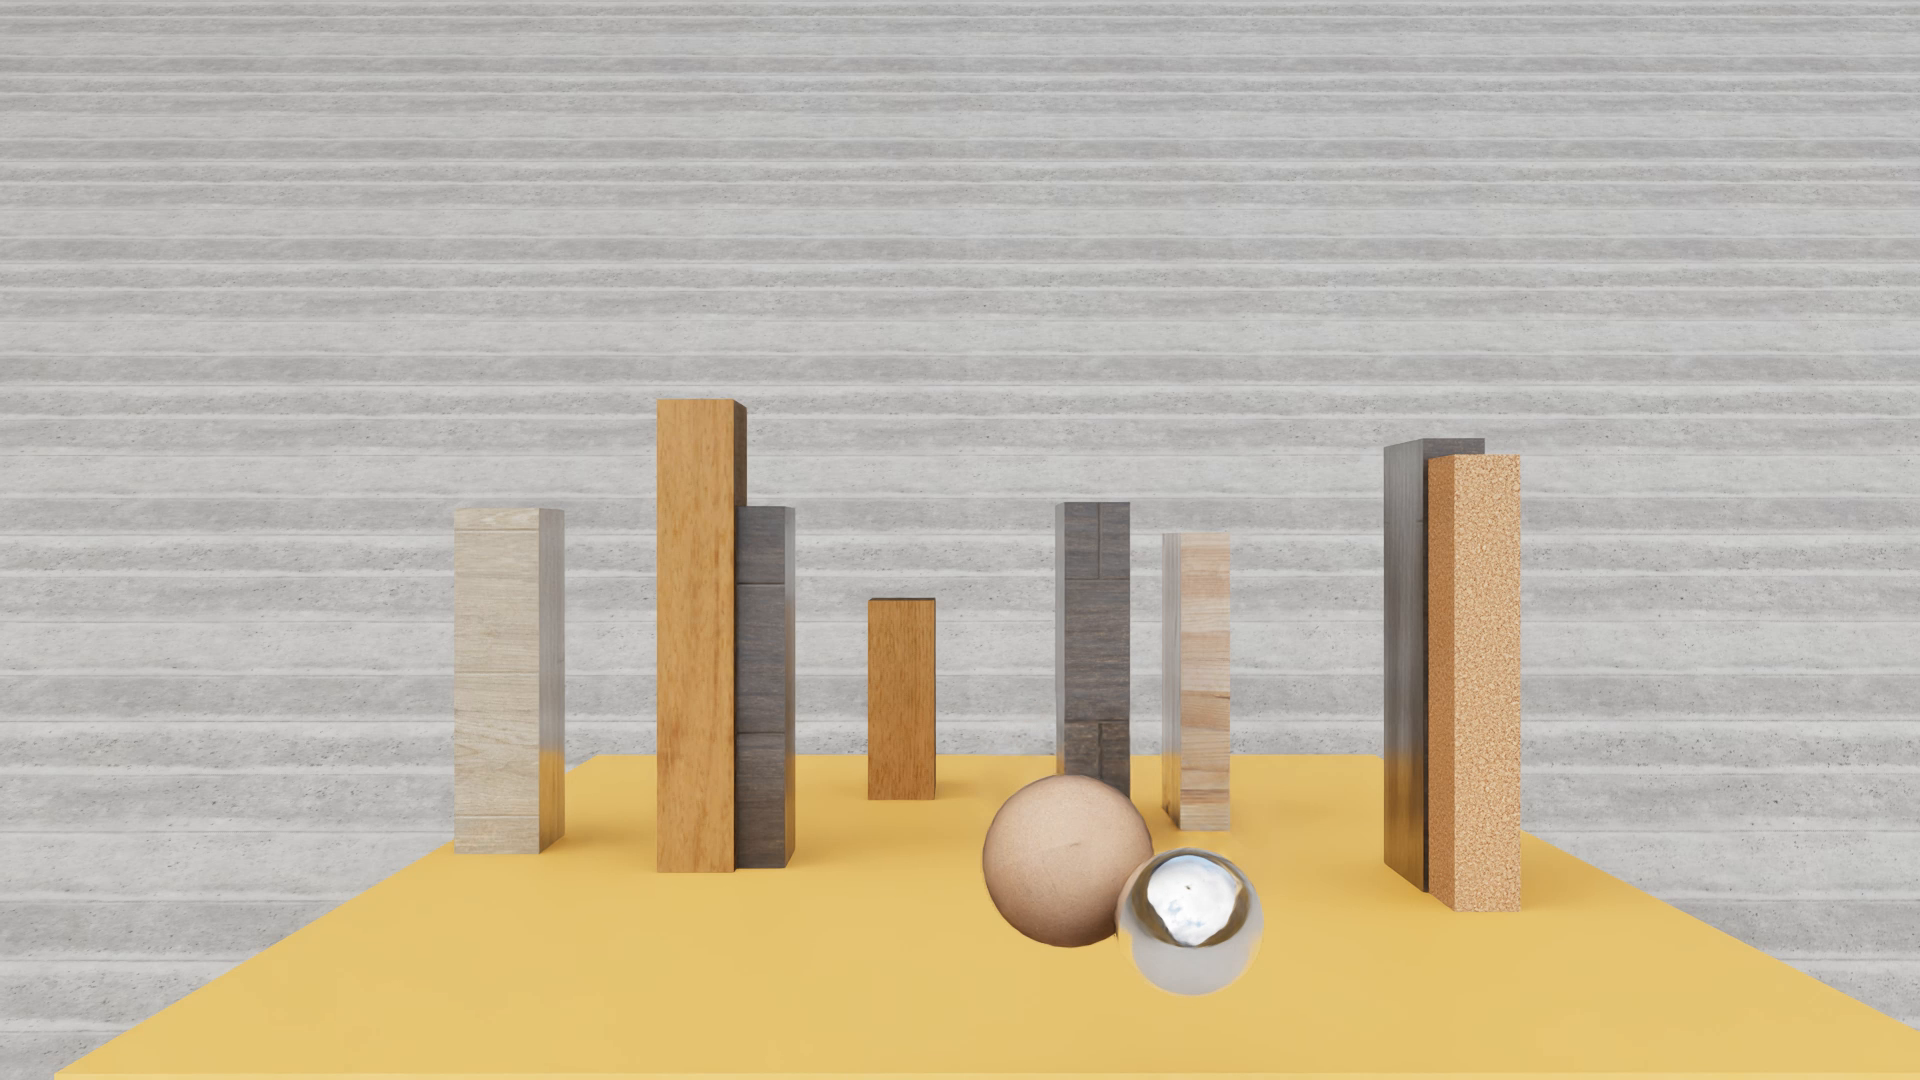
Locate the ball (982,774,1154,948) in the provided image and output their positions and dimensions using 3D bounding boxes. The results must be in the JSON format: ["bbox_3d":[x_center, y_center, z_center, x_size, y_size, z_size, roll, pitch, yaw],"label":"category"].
[{"bbox_3d":[0.107,0.315,2.547,0.170,0.170,0.170,0,30,0],"label":"ball"}]

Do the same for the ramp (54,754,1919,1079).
[{"bbox_3d":[0.067,0.600,4.661,2.000,0.100,4.000,0,0,0],"label":"ramp"}]

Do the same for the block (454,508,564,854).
[{"bbox_3d":[-0.812,0.247,4.686,0.148,0.607,0.300,0,0,0],"label":"block"}]

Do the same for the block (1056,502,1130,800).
[{"bbox_3d":[0.244,0.241,4.827,0.117,0.618,0.433,0,0,0],"label":"block"}]

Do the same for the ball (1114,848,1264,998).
[{"bbox_3d":[0.213,0.356,2.409,0.139,0.139,0.139,0,30,0],"label":"ball"}]

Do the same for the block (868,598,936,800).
[{"bbox_3d":[-0.125,0.340,5.654,0.141,0.422,0.338,0,0,0],"label":"block"}]

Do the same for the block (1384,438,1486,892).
[{"bbox_3d":[0.770,0.196,4.218,0.097,0.708,0.374,0,0,0],"label":"block"}]

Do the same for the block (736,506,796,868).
[{"bbox_3d":[-0.359,0.247,4.473,0.132,0.607,0.275,0,0,0],"label":"block"}]

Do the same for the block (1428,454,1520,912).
[{"bbox_3d":[0.779,0.212,4.003,0.097,0.675,0.365,0,0,0],"label":"block"}]

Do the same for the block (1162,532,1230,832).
[{"bbox_3d":[0.463,0.268,5.103,0.093,0.565,0.444,0,0,0],"label":"block"}]

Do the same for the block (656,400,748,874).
[{"bbox_3d":[-0.438,0.159,4.415,0.127,0.783,0.278,0,0,0],"label":"block"}]
